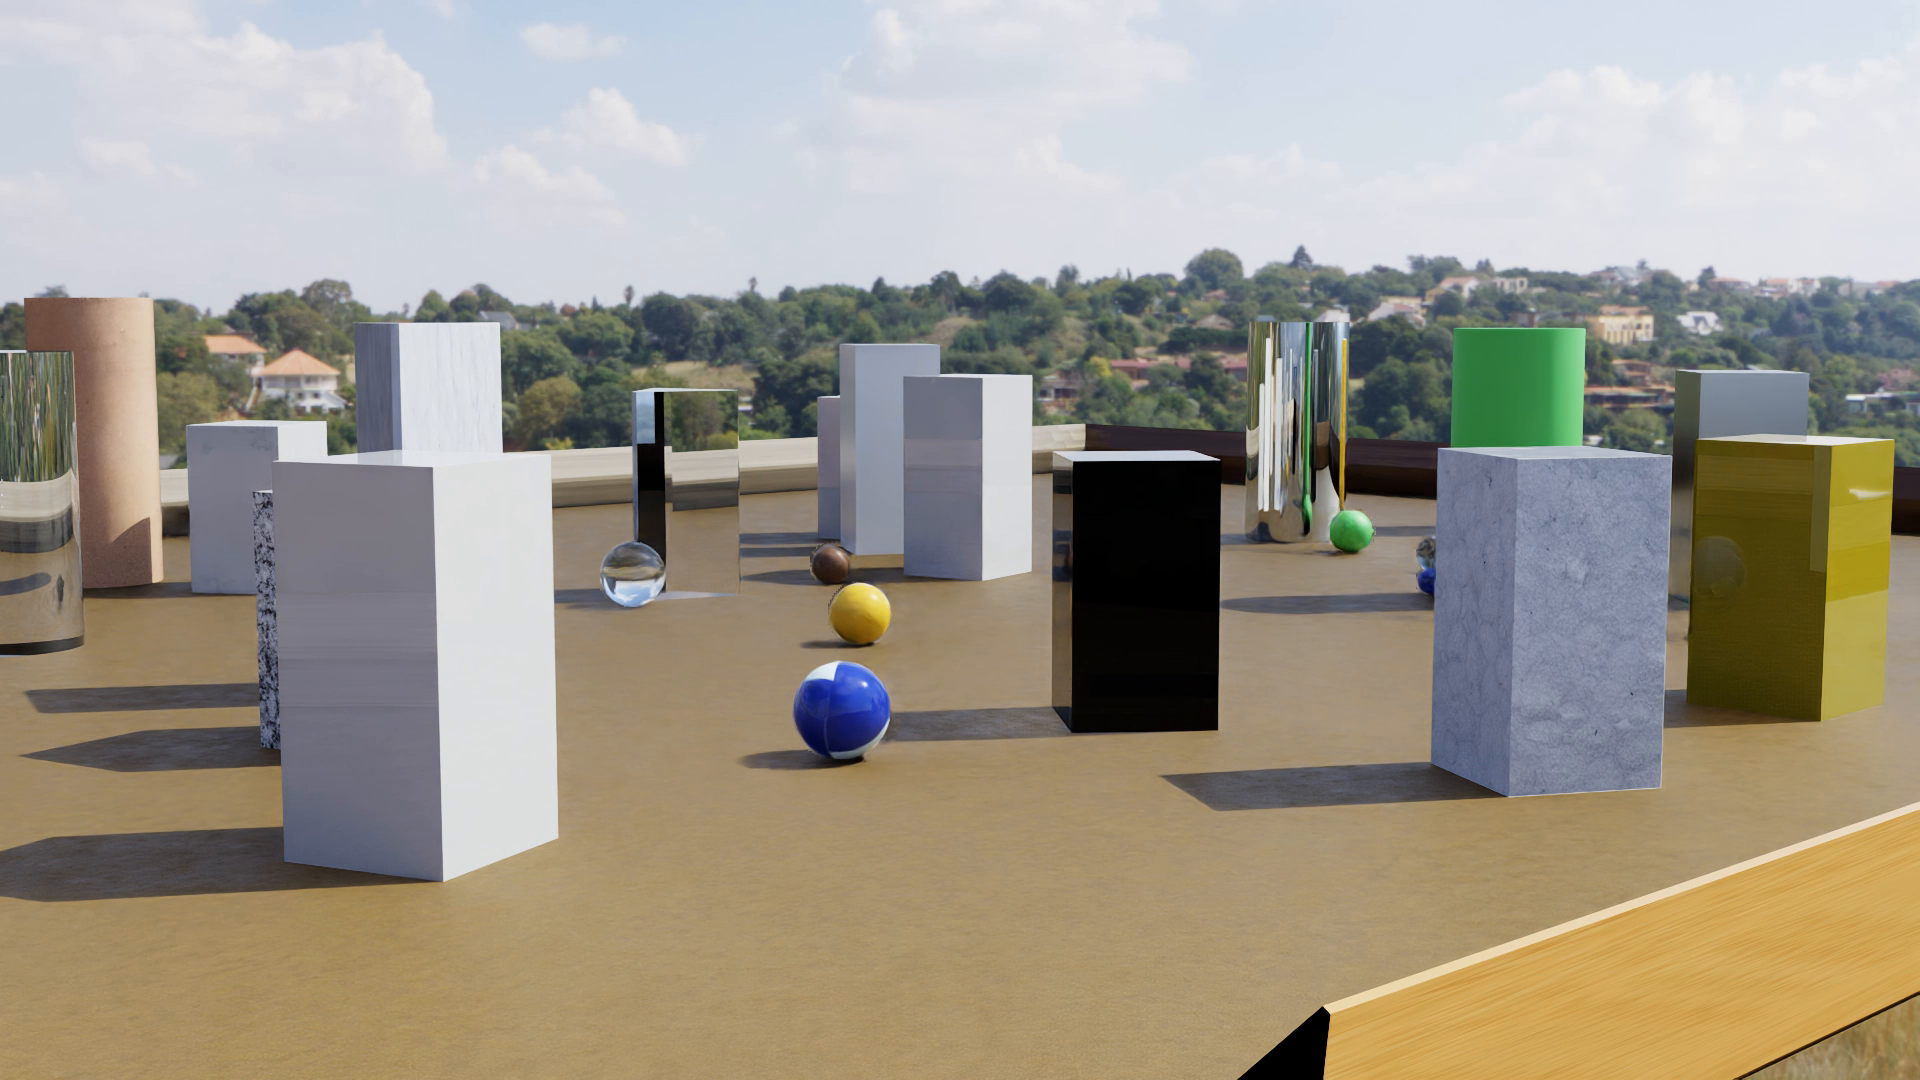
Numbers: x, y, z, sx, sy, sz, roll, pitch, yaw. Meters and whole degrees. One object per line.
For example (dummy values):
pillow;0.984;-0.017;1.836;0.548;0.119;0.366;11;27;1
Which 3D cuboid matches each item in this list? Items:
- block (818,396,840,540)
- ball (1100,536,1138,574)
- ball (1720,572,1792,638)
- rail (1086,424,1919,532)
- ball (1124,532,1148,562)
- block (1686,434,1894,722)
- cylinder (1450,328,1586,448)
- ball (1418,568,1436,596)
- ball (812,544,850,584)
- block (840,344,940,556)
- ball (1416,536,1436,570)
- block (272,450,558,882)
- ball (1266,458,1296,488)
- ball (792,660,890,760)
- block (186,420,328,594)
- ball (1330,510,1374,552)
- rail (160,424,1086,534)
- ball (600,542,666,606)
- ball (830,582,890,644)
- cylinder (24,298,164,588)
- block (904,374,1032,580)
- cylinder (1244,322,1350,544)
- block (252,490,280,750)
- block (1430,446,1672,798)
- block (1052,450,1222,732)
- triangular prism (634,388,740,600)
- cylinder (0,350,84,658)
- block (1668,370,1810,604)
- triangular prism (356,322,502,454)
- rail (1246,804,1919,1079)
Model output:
block;-0.171;-0.144;4.324;0.157;0.276;0.157;3;7;29
ball;0.267;0.026;3.713;0.065;0.065;0.065;0;6;0
ball;1.083;0.088;2.991;0.091;0.091;0.091;0;6;0
rail;1.574;-0.118;4.777;0.045;0.128;3.665;-5;8;-42
ball;0.306;0.014;3.890;0.052;0.052;0.052;0;6;0
block;0.937;0.036;2.482;0.157;0.300;0.157;-6;8;-44
cylinder;0.855;-0.116;3.382;0.196;0.416;0.196;0;6;0
ball;0.739;0.065;3.445;0.043;0.043;0.043;0;6;0
ball;-0.211;0.040;3.589;0.063;0.063;0.063;0;6;0
block;-0.131;-0.172;4.083;0.157;0.381;0.157;-1;6;-14
ball;0.809;0.024;3.756;0.060;0.060;0.060;0;6;0
block;-0.443;0.095;1.804;0.157;0.325;0.157;3;7;24
ball;0.808;-0.169;5.529;0.075;0.075;0.075;0;6;0
ball;-0.117;0.169;2.188;0.097;0.097;0.097;0;6;0
block;-1.122;-0.055;3.524;0.157;0.265;0.157;1;6;11
ball;0.719;-0.016;4.042;0.080;0.080;0.080;0;6;0
rail;-1.227;-0.105;4.654;4.332;0.128;0.045;-5;8;-42
ball;-0.493;0.051;3.312;0.098;0.098;0.098;0;6;0
ball;-0.133;0.098;2.938;0.082;0.082;0.082;0;6;0
cylinder;-1.417;-0.163;3.603;0.196;0.464;0.196;0;6;0
block;0.014;-0.110;3.717;0.157;0.335;0.157;4;7;33
cylinder;0.657;-0.214;4.290;0.196;0.421;0.196;0;6;0
block;-0.608;0.078;2.266;0.157;0.262;0.157;3;7;30
block;0.560;0.071;2.096;0.157;0.311;0.157;-2;6;-14
block;0.189;0.052;2.393;0.157;0.288;0.157;-1;6;-5
triangular prism;-0.453;-0.076;3.462;0.170;0.321;0.147;-3;7;-26
cylinder;-1.266;-0.052;2.898;0.196;0.390;0.196;0;6;0
block;1.188;-0.082;3.363;0.157;0.351;0.157;0;6;5
triangular prism;-0.654;-0.041;2.600;0.147;0.429;0.170;4;7;31
rail;1.227;0.171;2.010;4.332;0.128;0.045;-5;8;-42
